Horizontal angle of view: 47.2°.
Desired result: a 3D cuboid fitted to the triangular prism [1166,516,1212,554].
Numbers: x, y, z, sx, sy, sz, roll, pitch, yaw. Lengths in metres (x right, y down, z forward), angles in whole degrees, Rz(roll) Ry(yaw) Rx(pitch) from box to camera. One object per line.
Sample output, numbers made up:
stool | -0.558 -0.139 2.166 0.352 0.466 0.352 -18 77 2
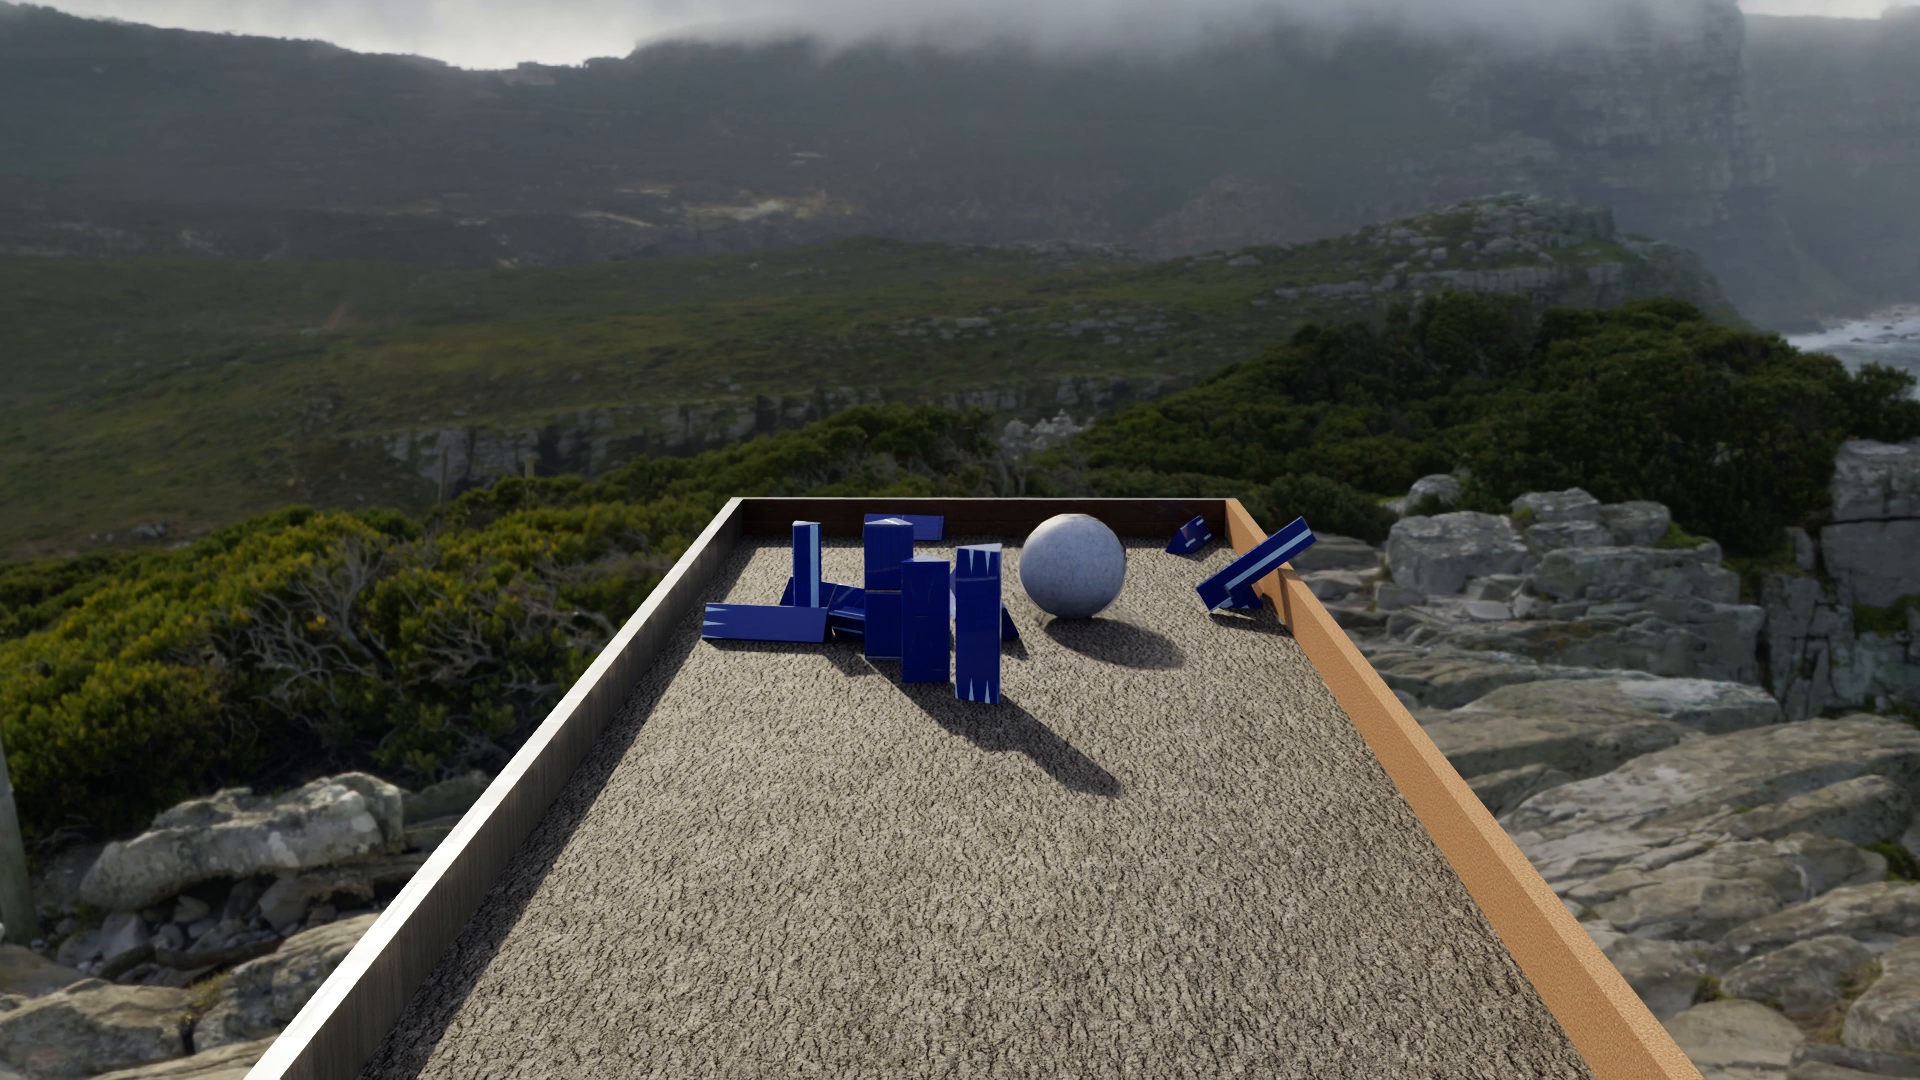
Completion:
triangular prism | 0.926 -0.026 8.856 0.110 0.095 0.388 3 10 18

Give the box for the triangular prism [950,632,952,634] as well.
triangular prism | -0.138 0.223 7.227 0.129 0.112 0.345 -3 9 -17

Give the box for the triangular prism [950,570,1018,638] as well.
triangular prism | 0.079 0.172 7.110 0.139 0.121 0.332 -4 35 -20

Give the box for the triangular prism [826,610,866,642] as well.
triangular prism | -0.268 0.268 6.923 0.361 0.096 0.083 8 -19 41

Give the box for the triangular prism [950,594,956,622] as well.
triangular prism | 0.042 0.179 7.441 0.151 0.131 0.313 -1 9 -6

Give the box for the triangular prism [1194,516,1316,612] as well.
triangular prism | 0.990 0.066 7.454 0.436 0.094 0.109 -34 51 -2

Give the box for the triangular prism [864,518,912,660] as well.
triangular prism | -0.209 0.149 6.727 0.148 0.420 0.128 1 9 6

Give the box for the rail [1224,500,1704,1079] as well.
rail | 1.046 0.843 3.208 0.050 0.150 12.000 0 9 1

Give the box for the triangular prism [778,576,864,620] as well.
triangular prism | -0.424 0.200 7.365 0.414 0.114 0.131 8 12 42

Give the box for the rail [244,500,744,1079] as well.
rail | -1.004 0.839 3.234 0.050 0.150 12.000 0 9 1

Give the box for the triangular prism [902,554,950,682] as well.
triangular prism | -0.104 0.228 6.431 0.139 0.356 0.120 -1 9 -5

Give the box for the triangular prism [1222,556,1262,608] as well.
triangular prism | 0.981 0.141 7.679 0.151 0.131 0.315 1 9 7

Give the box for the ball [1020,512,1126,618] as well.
ball | 0.376 0.086 7.336 0.354 0.354 0.354 0 9 0

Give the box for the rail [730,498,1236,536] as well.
rail | 0.099 -0.098 9.147 2.100 0.150 0.050 0 9 1

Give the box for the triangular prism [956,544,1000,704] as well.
triangular prism | 0.081 0.230 6.181 0.143 0.431 0.124 6 11 33

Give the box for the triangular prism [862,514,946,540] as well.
triangular prism | -0.229 -0.057 9.042 0.332 0.096 0.111 1 9 11

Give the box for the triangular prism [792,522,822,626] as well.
triangular prism | -0.521 0.109 7.245 0.102 0.337 0.088 -5 10 -29
